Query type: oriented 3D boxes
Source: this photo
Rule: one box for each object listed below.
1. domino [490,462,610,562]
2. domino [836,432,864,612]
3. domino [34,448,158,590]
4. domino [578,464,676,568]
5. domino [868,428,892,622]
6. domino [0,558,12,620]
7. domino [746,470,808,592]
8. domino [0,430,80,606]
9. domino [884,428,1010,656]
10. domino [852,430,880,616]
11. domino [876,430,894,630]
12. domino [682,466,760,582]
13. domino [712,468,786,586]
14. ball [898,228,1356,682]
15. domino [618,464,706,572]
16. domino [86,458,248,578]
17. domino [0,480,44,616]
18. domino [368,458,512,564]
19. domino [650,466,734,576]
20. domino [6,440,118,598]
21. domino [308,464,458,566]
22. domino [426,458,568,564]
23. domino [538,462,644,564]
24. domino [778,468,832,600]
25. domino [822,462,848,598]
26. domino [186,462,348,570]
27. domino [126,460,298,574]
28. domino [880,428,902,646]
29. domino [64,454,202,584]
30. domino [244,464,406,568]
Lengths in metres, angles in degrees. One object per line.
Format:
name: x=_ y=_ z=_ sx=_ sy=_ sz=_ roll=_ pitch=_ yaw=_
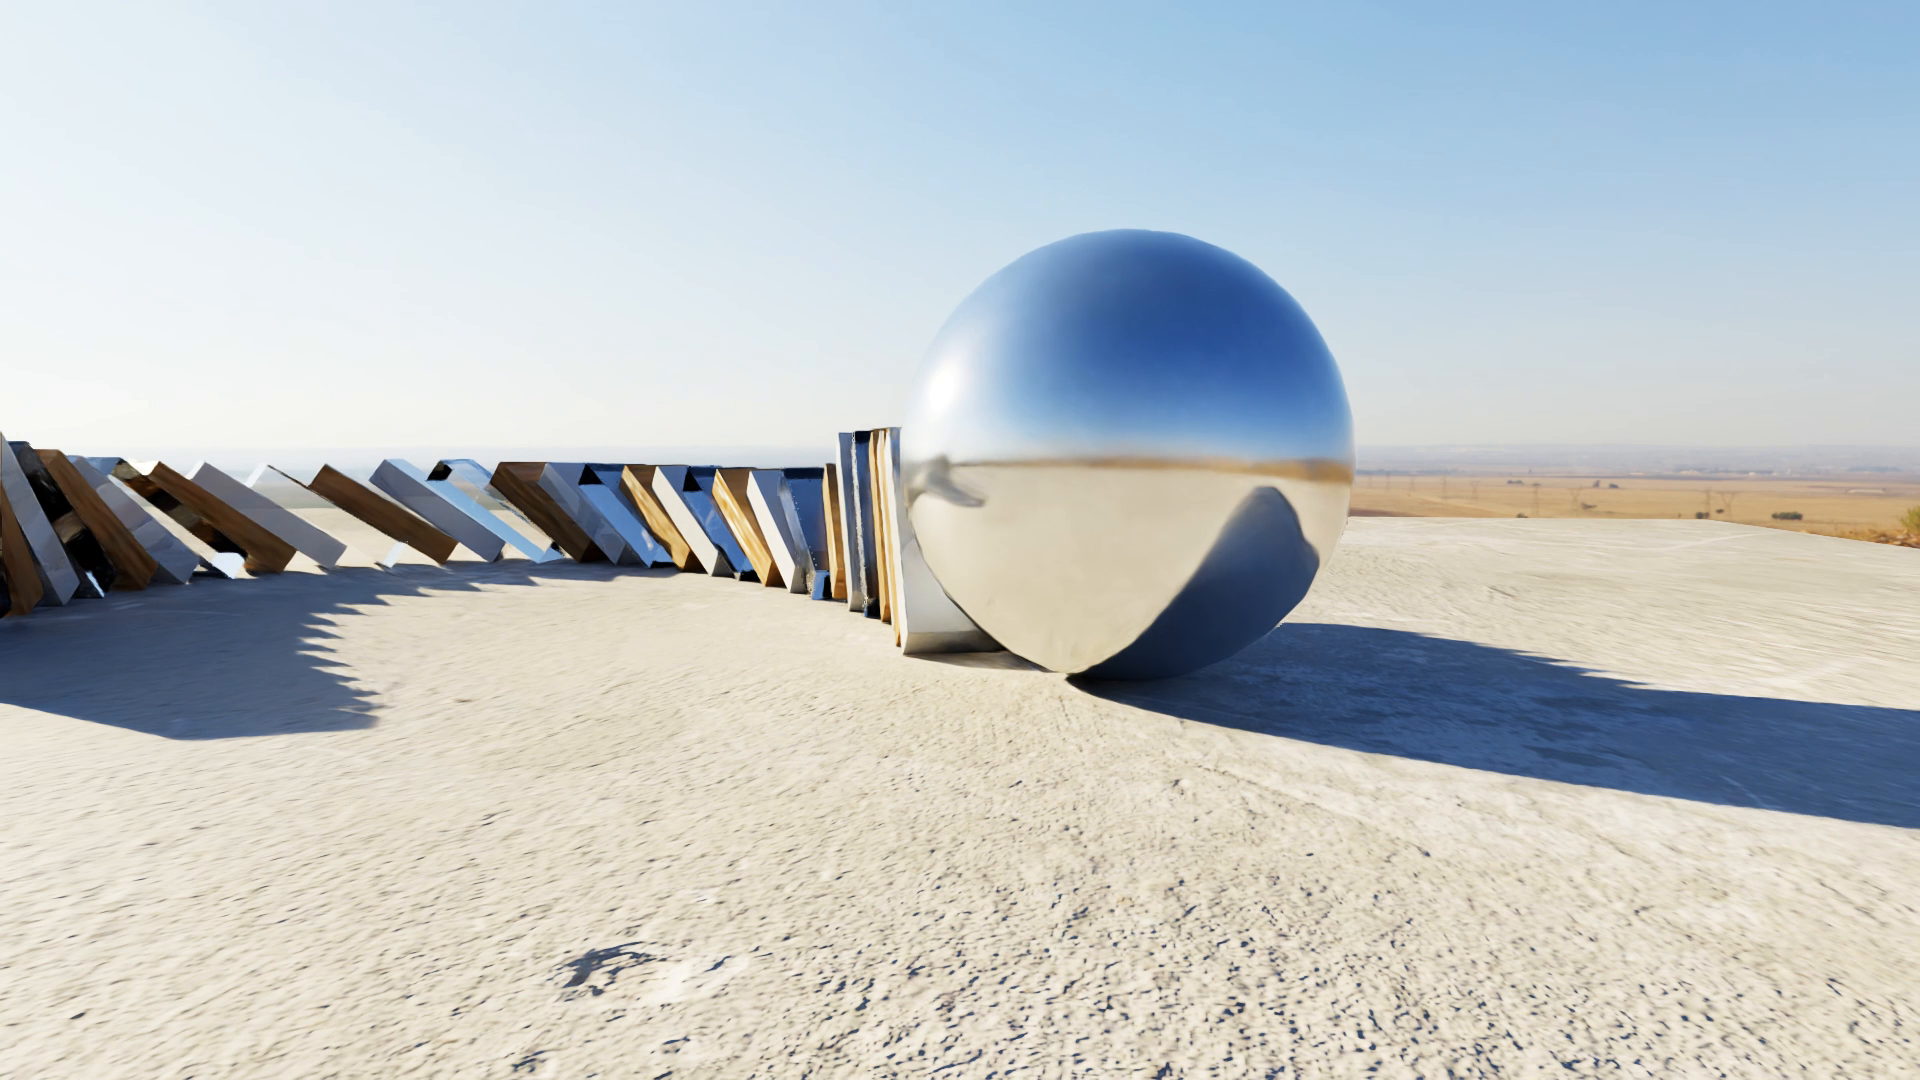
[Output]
domino: x=-0.146 y=-0.011 z=0.472 sx=0.050 sy=0.010 sz=0.025 roll=38 pitch=17 yaw=18
domino: x=-0.018 y=-0.006 z=0.339 sx=0.025 sy=0.050 sz=0.010 roll=-1 pitch=-33 yaw=-12
domino: x=-0.250 y=-0.005 z=0.356 sx=0.025 sy=0.010 sz=0.050 roll=0 pitch=-39 yaw=3
domino: x=-0.111 y=-0.009 z=0.456 sx=0.050 sy=0.010 sz=0.025 roll=42 pitch=28 yaw=30
domino: x=-0.008 y=-0.004 z=0.316 sx=0.025 sy=0.050 sz=0.010 roll=0 pitch=-32 yaw=-10
domino: x=-0.237 y=-0.004 z=0.292 sx=0.025 sy=0.050 sz=0.010 roll=-1 pitch=25 yaw=-14
domino: x=-0.046 y=-0.004 z=0.387 sx=0.025 sy=0.009 sz=0.050 roll=-2 pitch=36 yaw=-26
domino: x=-0.246 y=-0.005 z=0.322 sx=0.025 sy=0.050 sz=0.010 roll=0 pitch=41 yaw=-6
domino: x=-0.001 y=-0.001 z=0.270 sx=0.025 sy=0.050 sz=0.010 roll=-1 pitch=-31 yaw=-10
domino: x=-0.013 y=-0.005 z=0.327 sx=0.025 sy=0.050 sz=0.010 roll=-1 pitch=-32 yaw=-10
domino: x=-0.005 y=-0.003 z=0.305 sx=0.025 sy=0.050 sz=0.010 roll=-1 pitch=-32 yaw=-10
domino: x=-0.069 y=-0.006 z=0.418 sx=0.025 sy=0.010 sz=0.050 roll=-3 pitch=37 yaw=-35
domino: x=-0.057 y=-0.005 z=0.403 sx=0.025 sy=0.010 sz=0.050 roll=-3 pitch=37 yaw=-32
ball: x=0.029 y=-0.015 z=0.230 sx=0.080 sy=0.080 sz=0.080 roll=0 pitch=4 yaw=0
domino: x=-0.096 y=-0.008 z=0.445 sx=0.025 sy=0.010 sz=0.050 roll=-4 pitch=39 yaw=-43
domino: x=-0.247 y=-0.006 z=0.393 sx=0.025 sy=0.010 sz=0.050 roll=2 pitch=-34 yaw=24
domino: x=-0.243 y=-0.005 z=0.307 sx=0.025 sy=0.050 sz=0.009 roll=-1 pitch=33 yaw=-8
domino: x=-0.186 y=-0.011 z=0.463 sx=0.050 sy=0.010 sz=0.025 roll=36 pitch=-2 yaw=-10
domino: x=-0.082 y=-0.007 z=0.432 sx=0.025 sy=0.009 sz=0.050 roll=-3 pitch=38 yaw=-39
domino: x=-0.249 y=-0.005 z=0.339 sx=0.025 sy=0.050 sz=0.010 roll=0 pitch=47 yaw=-1
domino: x=-0.203 y=-0.009 z=0.452 sx=0.050 sy=0.009 sz=0.025 roll=35 pitch=-11 yaw=-23
domino: x=-0.167 y=-0.011 z=0.469 sx=0.050 sy=0.010 sz=0.025 roll=36 pitch=6 yaw=1
domino: x=-0.128 y=-0.010 z=0.466 sx=0.050 sy=0.010 sz=0.025 roll=40 pitch=23 yaw=26
domino: x=-0.035 y=-0.003 z=0.371 sx=0.025 sy=0.010 sz=0.050 roll=-2 pitch=38 yaw=-20
domino: x=-0.024 y=-0.003 z=0.358 sx=0.025 sy=0.010 sz=0.050 roll=4 pitch=36 yaw=-13
domino: x=-0.233 y=-0.008 z=0.429 sx=0.050 sy=0.010 sz=0.025 roll=39 pitch=-19 yaw=-30
domino: x=-0.242 y=-0.007 z=0.412 sx=0.025 sy=0.009 sz=0.050 roll=3 pitch=-31 yaw=38
domino: x=-0.003 y=-0.002 z=0.281 sx=0.025 sy=0.050 sz=0.010 roll=-1 pitch=-31 yaw=-10
domino: x=-0.251 y=-0.005 z=0.375 sx=0.025 sy=0.009 sz=0.050 roll=1 pitch=-36 yaw=16
domino: x=-0.218 y=-0.008 z=0.440 sx=0.050 sy=0.010 sz=0.025 roll=38 pitch=-17 yaw=-30
